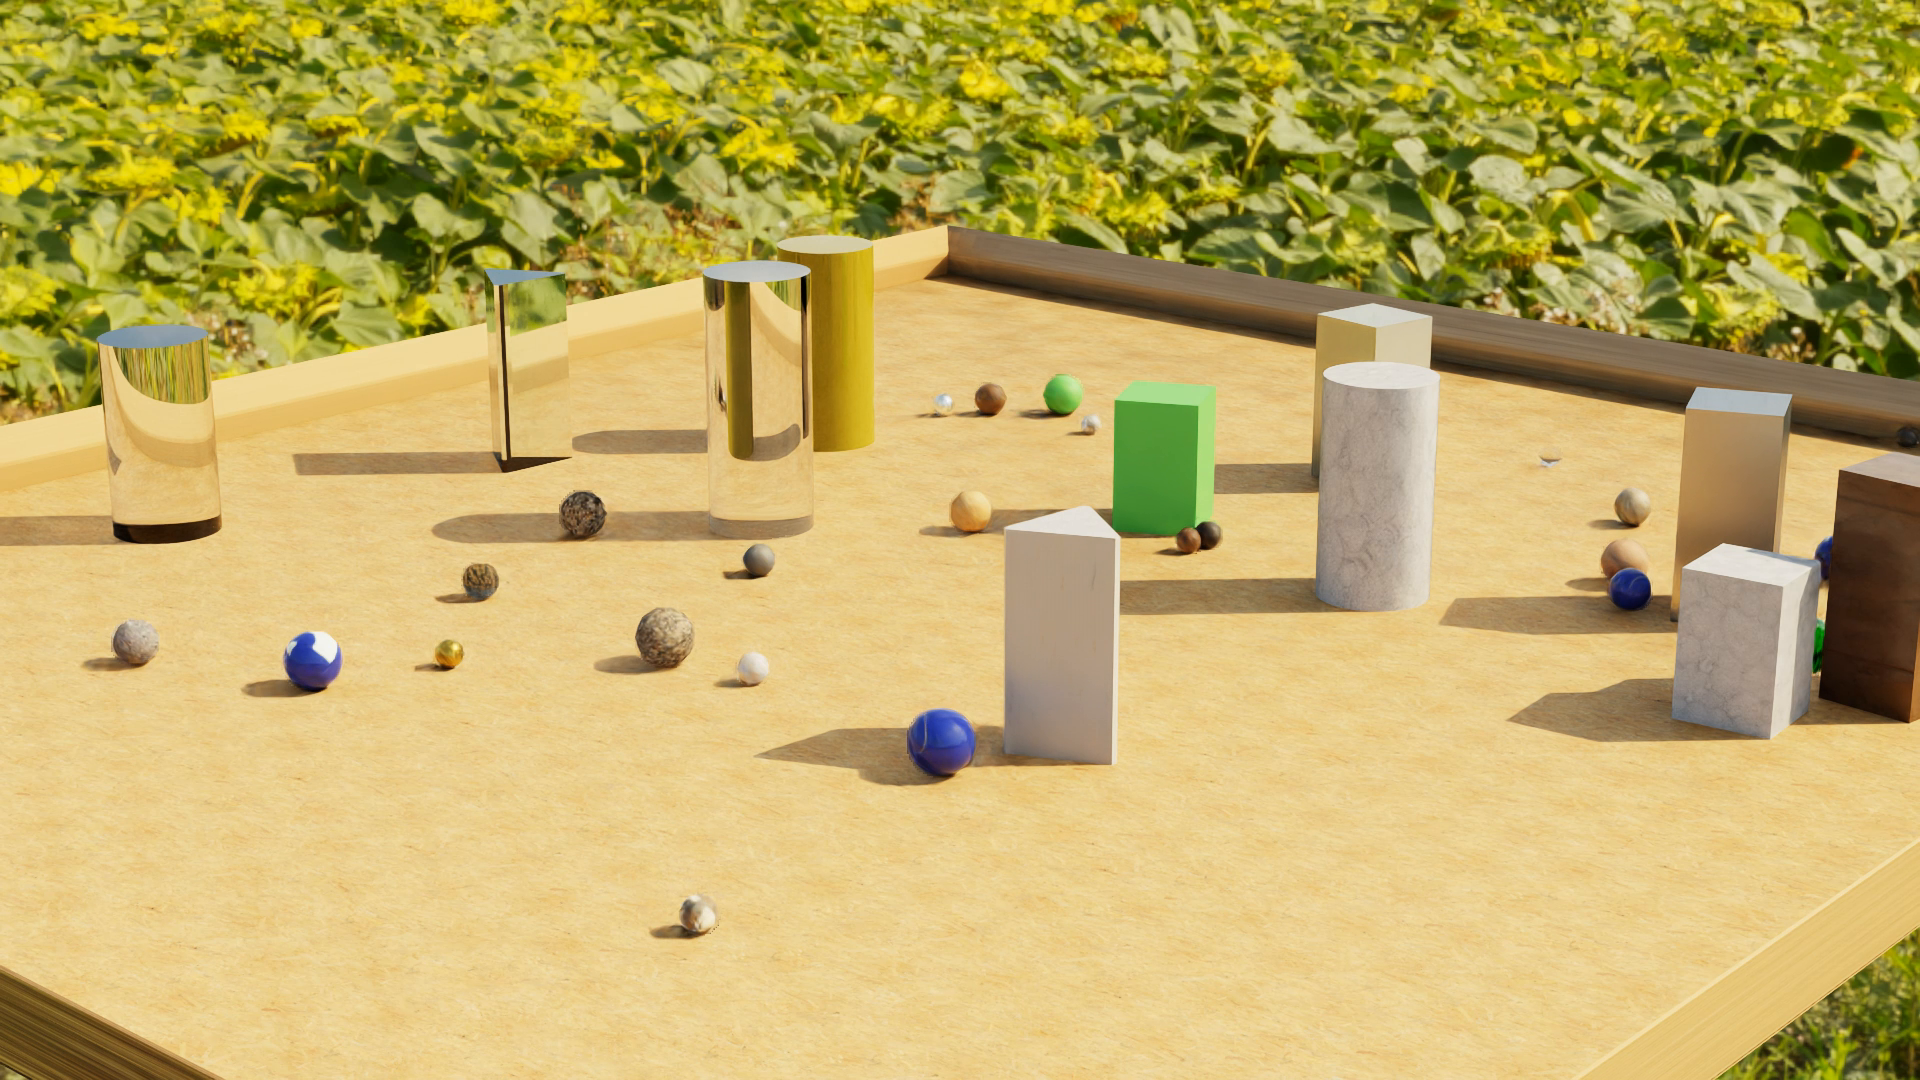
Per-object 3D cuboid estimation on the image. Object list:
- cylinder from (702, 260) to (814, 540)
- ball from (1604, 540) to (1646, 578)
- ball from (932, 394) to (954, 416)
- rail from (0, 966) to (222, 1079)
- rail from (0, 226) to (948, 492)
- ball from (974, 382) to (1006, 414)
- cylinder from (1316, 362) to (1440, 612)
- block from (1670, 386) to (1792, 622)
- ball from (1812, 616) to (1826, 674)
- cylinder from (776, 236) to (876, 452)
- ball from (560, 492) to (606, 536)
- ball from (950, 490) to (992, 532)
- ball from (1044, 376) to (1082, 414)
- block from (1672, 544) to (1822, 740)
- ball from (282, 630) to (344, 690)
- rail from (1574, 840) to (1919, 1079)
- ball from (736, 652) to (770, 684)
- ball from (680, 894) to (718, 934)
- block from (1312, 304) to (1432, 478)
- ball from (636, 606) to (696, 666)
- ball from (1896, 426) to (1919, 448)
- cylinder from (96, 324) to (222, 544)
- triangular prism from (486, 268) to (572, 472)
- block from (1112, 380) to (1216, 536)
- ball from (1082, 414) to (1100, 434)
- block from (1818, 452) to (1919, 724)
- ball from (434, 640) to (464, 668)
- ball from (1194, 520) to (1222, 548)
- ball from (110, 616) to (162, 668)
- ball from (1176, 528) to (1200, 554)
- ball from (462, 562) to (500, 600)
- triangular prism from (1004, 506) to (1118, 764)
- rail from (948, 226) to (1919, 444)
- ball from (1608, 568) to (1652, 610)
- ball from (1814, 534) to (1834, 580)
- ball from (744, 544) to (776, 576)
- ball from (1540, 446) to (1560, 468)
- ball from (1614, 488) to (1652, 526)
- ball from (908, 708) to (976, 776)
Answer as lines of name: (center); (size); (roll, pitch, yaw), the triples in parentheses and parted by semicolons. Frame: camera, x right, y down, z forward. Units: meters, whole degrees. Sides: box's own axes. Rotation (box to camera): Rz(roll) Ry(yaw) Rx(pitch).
cylinder: (-0.375, -0.262, 5.481); (0.199, 0.488, 0.199); (0, 17, 0)
ball: (1.176, 0.039, 5.184); (0.074, 0.074, 0.074); (0, 17, 0)
ball: (-0.036, -0.292, 6.343); (0.047, 0.047, 0.047); (0, 17, 0)
rail: (-1.353, 0.482, 3.628); (3.716, 0.129, 0.045); (14, 22, 39)
rail: (-1.385, -0.314, 6.271); (0.045, 0.129, 4.174); (14, 22, 39)
ball: (0.066, -0.306, 6.353); (0.068, 0.068, 0.068); (0, 17, 0)
cylinder: (0.723, -0.094, 5.084); (0.199, 0.394, 0.199); (0, 17, 0)
block: (1.312, -0.054, 4.986); (0.159, 0.374, 0.159); (6, 18, 19)
ball: (1.359, 0.169, 4.723); (0.099, 0.099, 0.099); (0, 17, 0)
cylinder: (-0.278, -0.410, 6.095); (0.199, 0.416, 0.199); (0, 17, 0)
ball: (-0.703, -0.049, 5.471); (0.085, 0.085, 0.085); (0, 17, 0)
ball: (0.021, -0.054, 5.498); (0.079, 0.079, 0.079); (0, 17, 0)
ball: (0.224, -0.314, 6.350); (0.085, 0.085, 0.085); (0, 17, 0)
block: (1.212, 0.154, 4.521); (0.159, 0.244, 0.159); (12, 20, 34)
ball: (-1.028, 0.191, 4.659); (0.094, 0.094, 0.094); (0, 17, 0)
rail: (1.385, 0.379, 3.968); (0.045, 0.129, 4.174); (14, 22, 39)
ball: (-0.331, 0.204, 4.687); (0.051, 0.051, 0.051); (0, 17, 0)
ball: (-0.336, 0.481, 3.772); (0.051, 0.051, 0.051); (0, 17, 0)
block: (0.817, -0.285, 5.826); (0.159, 0.331, 0.159); (-13, 21, -37)
ball: (-0.479, 0.157, 4.767); (0.097, 0.097, 0.097); (0, 17, 0)
ball: (1.967, -0.213, 6.085); (0.045, 0.045, 0.045); (0, 17, 0)
cylinder: (-1.492, -0.199, 5.470); (0.199, 0.372, 0.199); (0, 17, 0)
triangular prism: (-0.909, -0.352, 5.957); (0.149, 0.384, 0.173); (16, 23, 43)
block: (0.386, -0.154, 5.528); (0.159, 0.253, 0.159); (5, 17, 16)
ball: (0.276, -0.244, 6.196); (0.041, 0.041, 0.041); (0, 17, 0)
block: (1.468, 0.072, 4.570); (0.159, 0.373, 0.159); (-15, 22, -40)
ball: (-0.829, 0.184, 4.762); (0.047, 0.047, 0.047); (0, 17, 0)
ball: (0.456, -0.010, 5.400); (0.051, 0.051, 0.051); (0, 17, 0)
ball: (-1.342, 0.166, 4.776); (0.083, 0.083, 0.083); (0, 17, 0)
ball: (0.418, 0.001, 5.371); (0.047, 0.047, 0.047); (0, 17, 0)
ball: (-0.835, 0.071, 5.109); (0.064, 0.064, 0.064); (0, 17, 0)
triangular prism: (0.169, 0.137, 4.391); (0.173, 0.351, 0.149); (5, 17, 16)
rail: (1.353, -0.417, 6.612); (3.716, 0.129, 0.045); (14, 22, 39)
ball: (1.153, 0.084, 5.049); (0.073, 0.073, 0.073); (0, 17, 0)
ball: (1.557, 0.033, 5.192); (0.088, 0.088, 0.088); (0, 17, 0)
ball: (-0.358, 0.035, 5.240); (0.057, 0.057, 0.057); (0, 17, 0)
ball: (1.196, -0.168, 5.943); (0.042, 0.042, 0.042); (0, 17, 0)
ball: (1.272, -0.063, 5.543); (0.070, 0.070, 0.070); (0, 17, 0)
ball: (-0.026, 0.296, 4.301); (0.100, 0.100, 0.100); (0, 17, 0)
